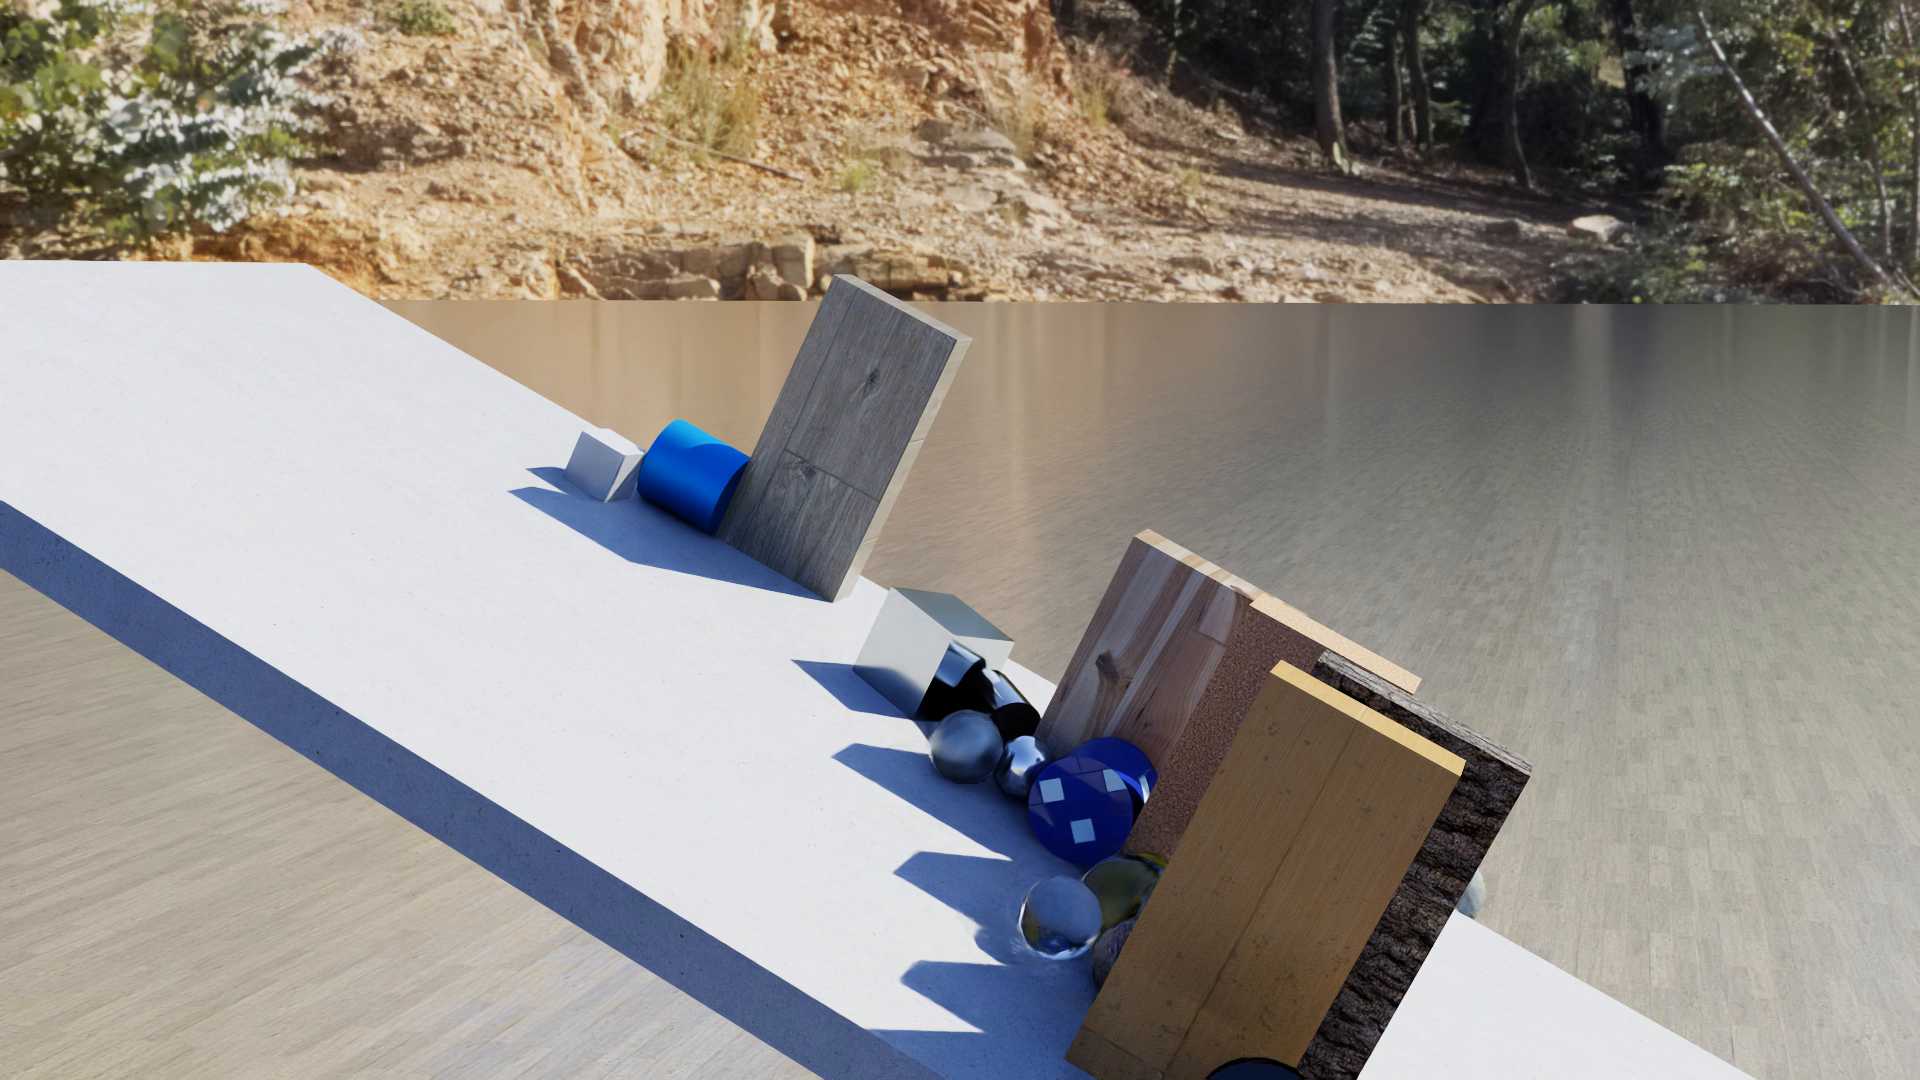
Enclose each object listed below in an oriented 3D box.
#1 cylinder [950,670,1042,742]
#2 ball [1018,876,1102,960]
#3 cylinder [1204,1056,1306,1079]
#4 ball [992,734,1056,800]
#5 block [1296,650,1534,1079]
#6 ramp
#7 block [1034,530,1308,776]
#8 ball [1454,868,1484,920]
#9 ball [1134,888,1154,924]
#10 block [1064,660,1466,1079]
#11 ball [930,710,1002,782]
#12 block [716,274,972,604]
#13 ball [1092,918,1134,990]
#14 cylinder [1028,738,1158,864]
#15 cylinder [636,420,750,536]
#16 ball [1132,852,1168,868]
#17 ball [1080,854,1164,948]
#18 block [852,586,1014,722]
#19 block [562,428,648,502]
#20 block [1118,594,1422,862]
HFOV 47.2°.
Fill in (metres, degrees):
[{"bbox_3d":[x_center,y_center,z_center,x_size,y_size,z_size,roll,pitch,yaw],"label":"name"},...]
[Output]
[{"bbox_3d":[0.072,0.355,4.419,0.141,0.141,0.141,-3,26,-24],"label":"cylinder"},{"bbox_3d":[0.165,0.621,3.612,0.137,0.137,0.137,0,7,0],"label":"ball"},{"bbox_3d":[0.410,0.823,3.041,0.204,0.204,0.204,1,-11,8],"label":"cylinder"},{"bbox_3d":[0.123,0.438,4.236,0.126,0.126,0.126,0,7,0],"label":"ball"},{"bbox_3d":[0.606,0.554,3.582,0.372,0.643,0.108,29,14,12],"label":"block"},{"bbox_3d":[-0.244,0.409,4.159,4.000,0.100,2.000,29,14,12],"label":"ramp"},{"bbox_3d":[0.383,0.310,4.274,0.351,0.553,0.127,29,14,12],"label":"block"},{"bbox_3d":[1.091,0.795,5.007,0.203,0.203,0.203,0,7,0],"label":"ball"},{"bbox_3d":[0.360,0.614,3.429,0.180,0.180,0.180,0,7,0],"label":"ball"},{"bbox_3d":[0.443,0.549,3.239,0.301,0.676,0.105,29,14,12],"label":"block"},{"bbox_3d":[0.012,0.392,4.182,0.138,0.138,0.138,0,7,0],"label":"ball"},{"bbox_3d":[-0.261,-0.225,4.880,0.314,0.652,0.114,29,14,12],"label":"block"},{"bbox_3d":[0.289,0.687,3.559,0.152,0.152,0.152,0,7,0],"label":"ball"},{"bbox_3d":[0.254,0.487,4.132,0.201,0.201,0.201,2,6,19],"label":"cylinder"},{"bbox_3d":[-0.590,-0.140,4.945,0.195,0.195,0.195,29,14,12],"label":"cylinder"},{"bbox_3d":[0.323,0.622,3.887,0.140,0.140,0.140,0,7,0],"label":"ball"},{"bbox_3d":[0.283,0.622,3.731,0.178,0.178,0.178,0,7,0],"label":"ball"},{"bbox_3d":[-0.055,0.238,4.505,0.197,0.197,0.197,36,17,37],"label":"block"},{"bbox_3d":[-0.782,-0.166,4.858,0.116,0.116,0.116,30,14,15],"label":"block"},{"bbox_3d":[0.536,0.444,3.951,0.319,0.602,0.149,29,14,12],"label":"block"}]
